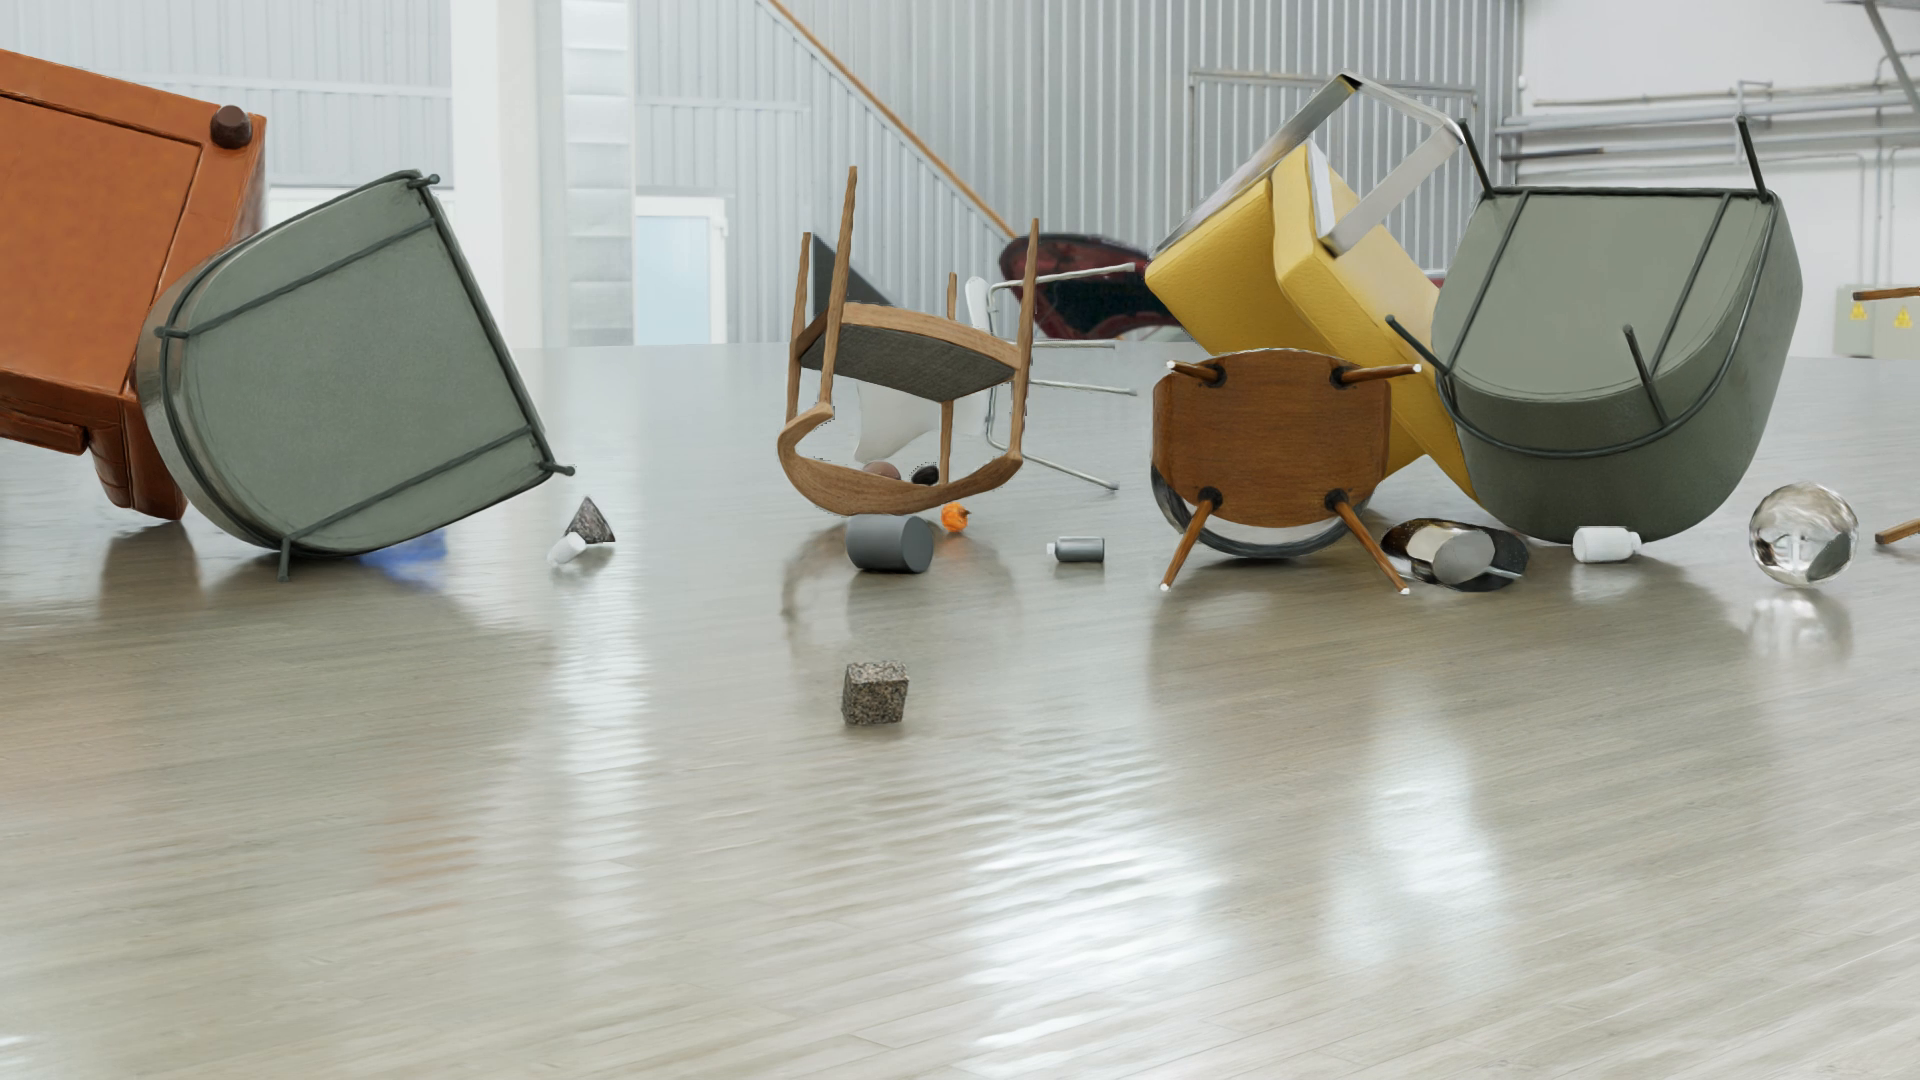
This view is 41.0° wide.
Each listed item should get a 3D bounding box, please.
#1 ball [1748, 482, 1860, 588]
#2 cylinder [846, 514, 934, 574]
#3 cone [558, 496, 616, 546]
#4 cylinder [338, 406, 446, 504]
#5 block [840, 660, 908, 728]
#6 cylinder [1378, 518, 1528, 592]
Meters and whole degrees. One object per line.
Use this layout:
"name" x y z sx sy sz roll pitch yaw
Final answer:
"ball" 1.781 -0.010 5.415 0.224 0.224 0.224 0 6 0
"cylinder" -0.157 0.007 5.720 0.152 0.137 0.114 4 48 33
"cone" -0.933 -0.019 6.284 0.127 0.135 0.081 -34 7 -17
"cylinder" -1.653 -0.248 7.471 0.298 0.157 0.318 -20 38 -39
"block" -0.125 0.224 3.749 0.083 0.091 0.041 -4 43 -16
"cylinder" 1.046 0.031 5.453 0.223 0.135 0.248 -4 7 -17
